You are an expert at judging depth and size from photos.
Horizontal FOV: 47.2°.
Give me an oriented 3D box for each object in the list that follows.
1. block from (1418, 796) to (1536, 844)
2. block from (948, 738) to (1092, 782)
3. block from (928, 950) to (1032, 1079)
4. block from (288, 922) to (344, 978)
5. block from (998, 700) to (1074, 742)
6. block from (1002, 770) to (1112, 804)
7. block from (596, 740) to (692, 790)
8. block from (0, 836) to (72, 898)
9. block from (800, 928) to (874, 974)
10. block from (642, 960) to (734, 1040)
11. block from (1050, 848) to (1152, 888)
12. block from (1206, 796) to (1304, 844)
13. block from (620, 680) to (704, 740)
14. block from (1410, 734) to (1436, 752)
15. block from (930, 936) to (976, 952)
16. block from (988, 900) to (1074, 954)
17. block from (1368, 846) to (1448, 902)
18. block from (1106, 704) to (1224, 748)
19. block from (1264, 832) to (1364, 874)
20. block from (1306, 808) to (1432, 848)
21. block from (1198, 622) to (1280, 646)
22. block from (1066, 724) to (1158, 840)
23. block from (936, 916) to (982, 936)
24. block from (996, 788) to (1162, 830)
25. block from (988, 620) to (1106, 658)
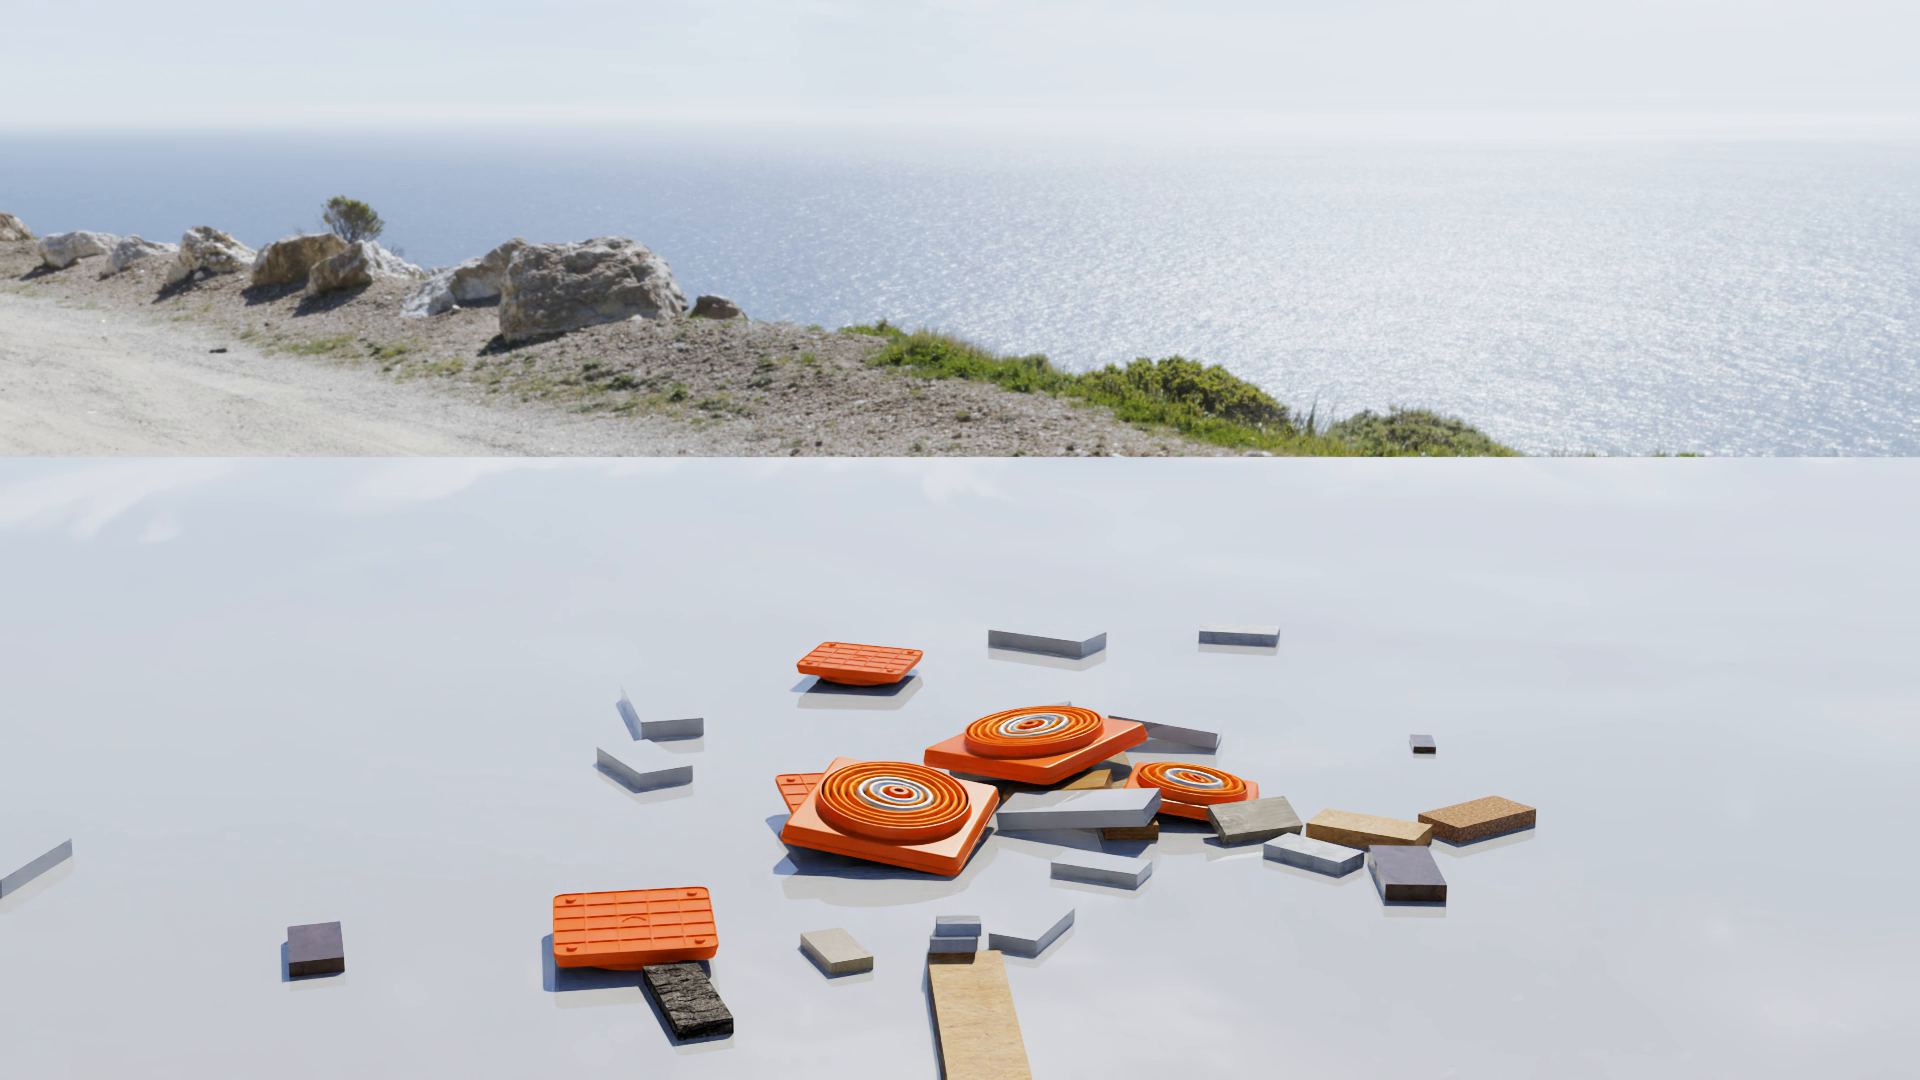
[{"bbox_3d":[0.946,0.510,4.023,0.202,0.029,0.101,-7,13,-34],"label":"block"},{"bbox_3d":[0.119,0.433,4.330,0.262,0.037,0.131,-4,11,12],"label":"block"},{"bbox_3d":[0.029,0.695,3.016,0.111,0.031,0.635,-1,11,-4],"label":"block"},{"bbox_3d":[-0.994,0.630,3.391,0.081,0.023,0.161,-3,11,-17],"label":"block"},{"bbox_3d":[0.161,0.389,4.584,0.114,0.032,0.229,-13,7,14],"label":"block"},{"bbox_3d":[0.185,0.470,4.146,0.193,0.027,0.097,-7,11,13],"label":"block"},{"bbox_3d":[-0.628,0.444,4.369,0.111,0.031,0.221,-6,12,-31],"label":"block"},{"bbox_3d":[-1.629,0.557,3.761,0.111,0.031,0.221,1,11,7],"label":"block"},{"bbox_3d":[-0.190,0.632,3.387,0.068,0.019,0.137,-5,11,-23],"label":"block"},{"bbox_3d":[-0.397,0.666,3.195,0.081,0.023,0.235,-4,11,-19],"label":"block"},{"bbox_3d":[0.242,0.561,3.765,0.157,0.022,0.078,5,11,23],"label":"block"},{"bbox_3d":[0.532,0.505,3.975,0.157,0.022,0.078,-4,38,-21],"label":"block"},{"bbox_3d":[-0.649,0.366,4.774,0.131,0.037,0.339,-3,11,-16],"label":"block"},{"bbox_3d":[0.956,0.421,4.545,0.045,0.013,0.091,1,11,6],"label":"block"},{"bbox_3d":[-0.011,0.617,3.360,0.068,0.019,0.137,0,-7,-1],"label":"block"},{"bbox_3d":[0.115,0.613,3.483,0.081,0.023,0.161,5,12,24],"label":"block"},{"bbox_3d":[0.757,0.564,3.730,0.101,0.029,0.202,0,11,2],"label":"block"},{"bbox_3d":[0.429,0.387,4.591,0.229,0.032,0.114,9,10,12],"label":"block"},{"bbox_3d":[0.617,0.547,3.839,0.157,0.022,0.078,9,14,41],"label":"block"},{"bbox_3d":[0.735,0.523,3.949,0.202,0.029,0.101,6,12,29],"label":"block"},{"bbox_3d":[0.700,0.235,5.506,0.193,0.027,0.097,2,11,13],"label":"block"},{"bbox_3d":[0.289,0.462,4.280,0.097,0.027,0.685,-1,11,-3],"label":"block"},{"bbox_3d":[-0.003,0.604,3.445,0.068,0.019,0.137,0,-4,-1],"label":"block"},{"bbox_3d":[0.217,0.489,4.003,0.280,0.032,0.114,-4,12,21],"label":"block"},{"bbox_3d":[0.216,0.242,5.439,0.262,0.037,0.131,6,12,31],"label":"block"}]
